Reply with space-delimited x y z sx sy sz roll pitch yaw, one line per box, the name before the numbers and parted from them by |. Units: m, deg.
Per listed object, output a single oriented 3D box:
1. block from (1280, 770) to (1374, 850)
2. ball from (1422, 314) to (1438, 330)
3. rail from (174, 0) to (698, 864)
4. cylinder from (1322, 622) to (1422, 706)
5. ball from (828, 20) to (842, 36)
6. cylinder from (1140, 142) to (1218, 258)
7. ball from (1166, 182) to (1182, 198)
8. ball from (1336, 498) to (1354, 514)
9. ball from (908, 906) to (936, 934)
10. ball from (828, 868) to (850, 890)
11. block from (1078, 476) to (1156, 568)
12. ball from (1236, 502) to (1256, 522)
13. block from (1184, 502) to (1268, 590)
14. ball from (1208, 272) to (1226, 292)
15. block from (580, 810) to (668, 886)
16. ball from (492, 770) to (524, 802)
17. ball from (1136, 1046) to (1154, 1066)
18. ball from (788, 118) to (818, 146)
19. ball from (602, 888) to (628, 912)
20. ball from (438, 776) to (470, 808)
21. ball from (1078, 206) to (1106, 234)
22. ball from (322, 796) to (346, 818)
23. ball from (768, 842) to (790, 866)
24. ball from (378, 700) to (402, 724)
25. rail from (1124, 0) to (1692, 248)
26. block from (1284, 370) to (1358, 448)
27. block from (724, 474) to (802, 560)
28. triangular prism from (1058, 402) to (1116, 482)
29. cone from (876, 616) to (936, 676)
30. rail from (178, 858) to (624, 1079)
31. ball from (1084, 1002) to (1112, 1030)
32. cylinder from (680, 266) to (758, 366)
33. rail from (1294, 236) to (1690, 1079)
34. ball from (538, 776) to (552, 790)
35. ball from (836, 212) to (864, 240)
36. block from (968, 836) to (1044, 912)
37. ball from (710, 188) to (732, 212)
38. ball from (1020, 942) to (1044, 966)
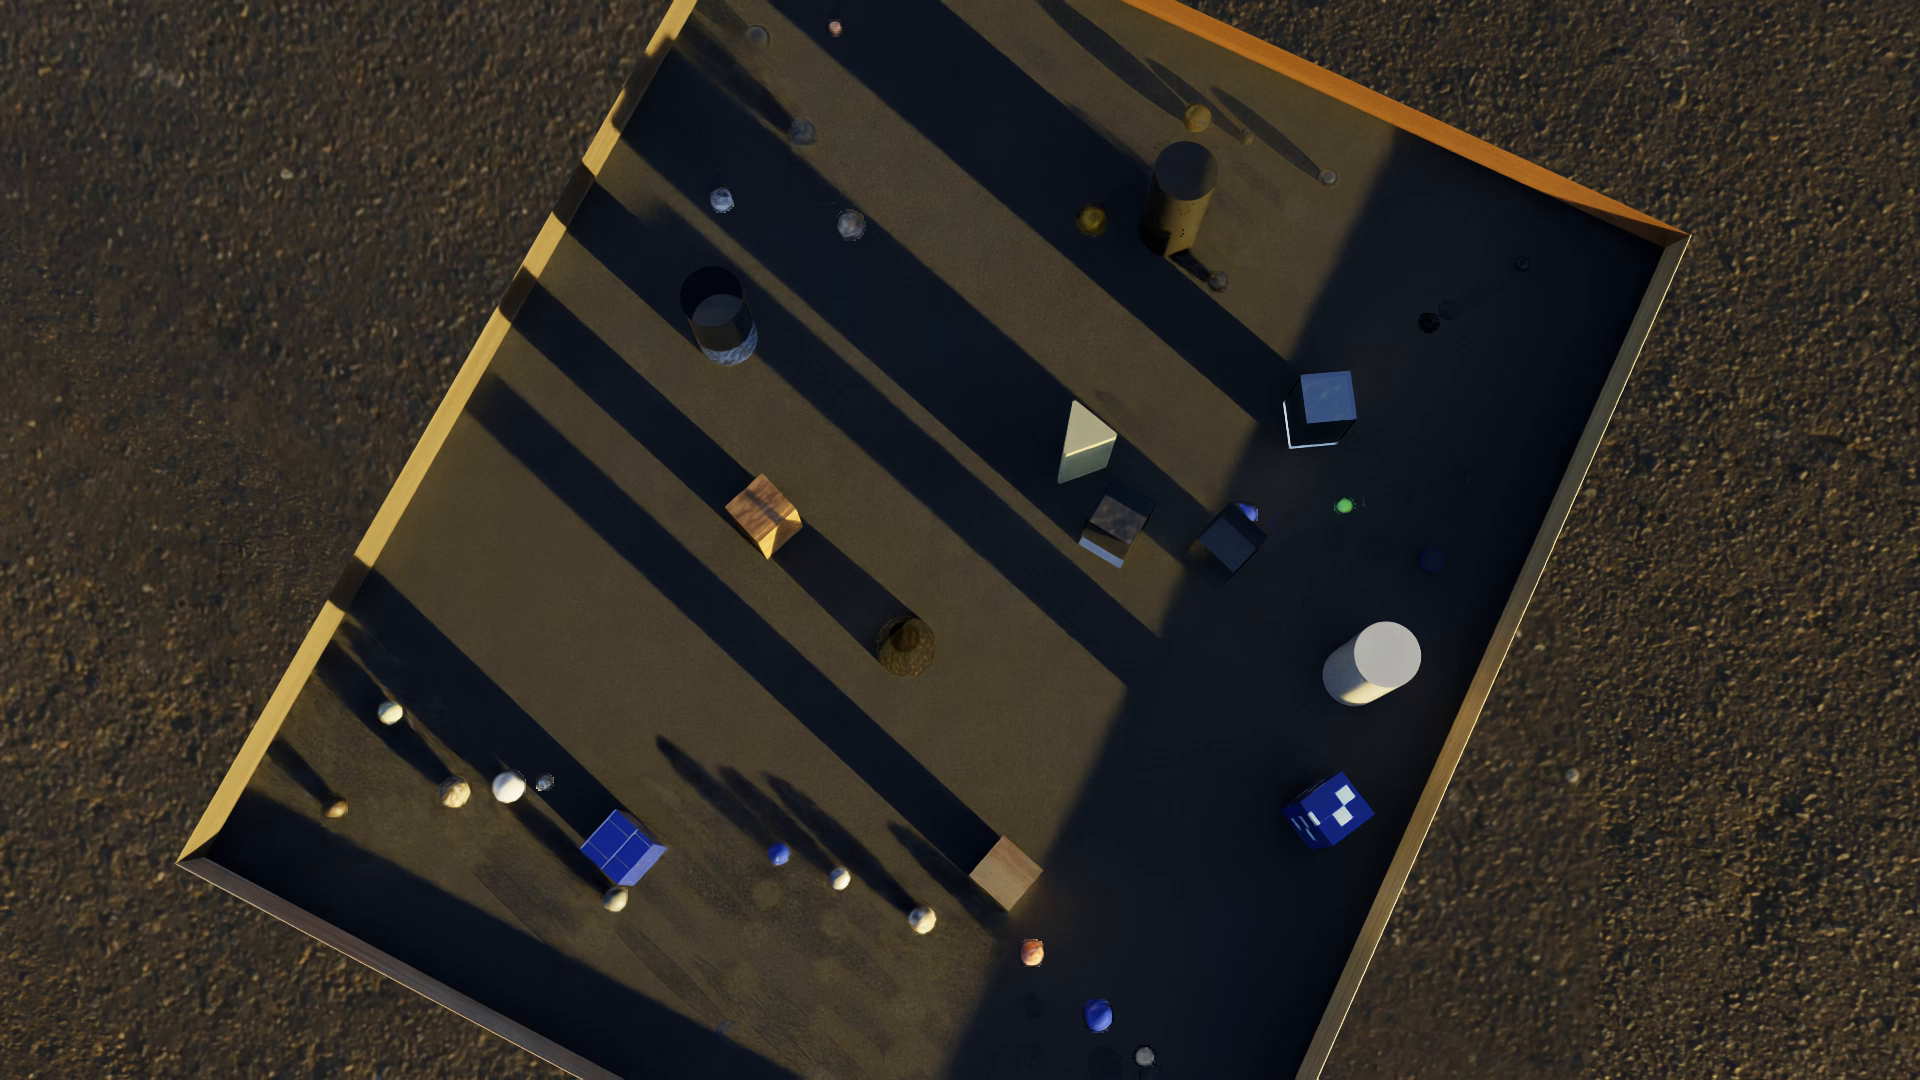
block | 1.054 0.783 5.282 0.149 0.337 0.149 -35 81 -7
ball | 1.468 -0.680 5.731 0.050 0.050 0.050 0 78 0
rail | -1.412 -0.685 5.695 0.045 0.121 3.753 26 80 5
cylinder | 1.188 0.364 5.311 0.186 0.451 0.186 0 78 0
ball | -0.404 -1.659 5.936 0.046 0.046 0.046 0 78 0
cylinder | 0.663 -1.034 5.593 0.186 0.465 0.186 0 78 0
ball | 0.681 -1.109 5.814 0.053 0.053 0.053 0 78 0
ball | 1.179 -0.103 5.612 0.050 0.050 0.050 0 78 0
ball | -0.111 1.107 5.347 0.078 0.078 0.078 0 78 0
ball | -0.355 0.993 5.379 0.063 0.063 0.063 0 78 0
block | 0.464 -0.048 5.445 0.149 0.356 0.149 31 80 6
ball | 0.865 -0.077 5.594 0.076 0.076 0.076 0 78 0
block | 0.789 0.021 5.459 0.149 0.299 0.149 44 82 8
ball | 0.808 -0.809 5.753 0.060 0.060 0.060 0 78 0
block | -0.969 0.890 5.296 0.149 0.267 0.149 41 81 8
ball | -1.336 0.730 5.418 0.093 0.093 0.093 0 78 0
ball | 0.533 1.489 5.280 0.055 0.055 0.055 0 78 0
ball | -0.501 -1.300 5.838 0.091 0.091 0.091 0 78 0
ball | -1.009 1.051 5.363 0.070 0.070 0.070 0 78 0
ball | -1.495 0.744 5.415 0.092 0.092 0.092 0 78 0
ball | 0.418 -1.009 5.779 0.090 0.090 0.090 0 78 0
ball | -1.850 0.790 5.419 0.066 0.066 0.066 0 78 0
ball | -0.534 0.924 5.392 0.065 0.065 0.065 0 78 0
ball | -1.703 0.516 5.473 0.072 0.072 0.072 0 78 0
rail | 0.829 -1.616 5.888 3.205 0.121 0.045 26 80 5
block | 1.087 -0.392 5.546 0.149 0.296 0.149 -5 78 -1
block | -0.587 -0.069 5.504 0.149 0.247 0.149 -43 81 -8
triangular prism | 0.355 -0.304 5.491 0.161 0.369 0.140 -19 79 -4
cone | -0.164 0.284 5.370 0.186 0.368 0.186 0 78 0
rail | -0.829 1.629 5.217 3.205 0.121 0.045 26 80 5
ball | 0.399 1.374 5.290 0.083 0.083 0.083 0 78 0
cylinder | -0.728 -0.675 5.558 0.186 0.388 0.186 0 78 0
rail | 1.412 0.698 5.409 0.045 0.121 3.753 26 80 5
ball | -1.233 0.722 5.446 0.041 0.041 0.041 0 78 0
ball | -0.346 -0.991 5.778 0.084 0.084 0.084 0 78 0
block | 0.130 0.962 5.281 0.149 0.267 0.149 41 81 8
ball | -0.756 -1.078 5.803 0.072 0.072 0.072 0 78 0
ball | 0.208 1.203 5.332 0.071 0.071 0.071 0 78 0
